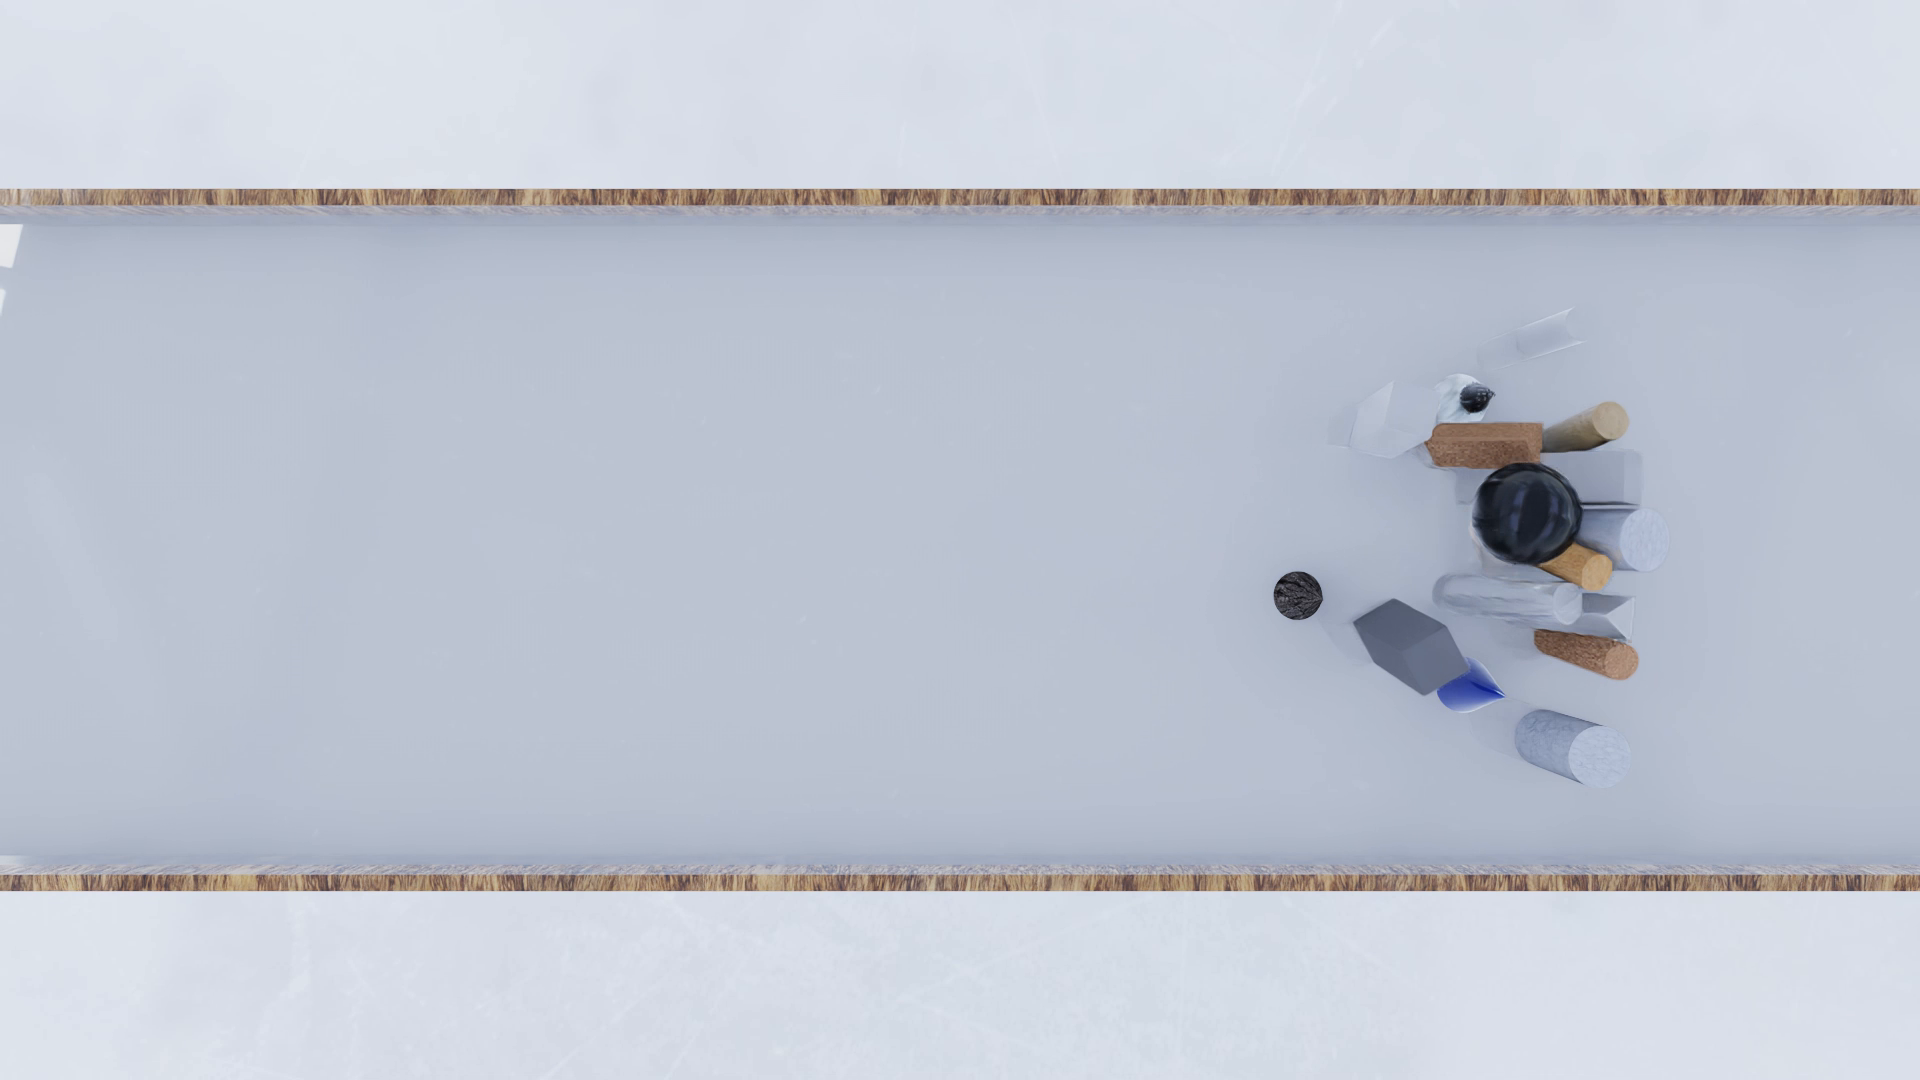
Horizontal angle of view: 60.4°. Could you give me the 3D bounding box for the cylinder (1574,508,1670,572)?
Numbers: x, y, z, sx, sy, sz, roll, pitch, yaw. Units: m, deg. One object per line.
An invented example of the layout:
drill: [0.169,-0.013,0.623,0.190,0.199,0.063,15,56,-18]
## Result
cylinder: [1.868,-0.003,4.860,0.180,0.395,0.180,0,91,-22]

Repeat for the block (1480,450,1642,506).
block: [1.774,-0.180,4.882,0.424,0.147,0.147,0,88,40]

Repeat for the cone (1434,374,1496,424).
cone: [1.537,-0.425,4.904,0.174,0.344,0.174,0,90,0]

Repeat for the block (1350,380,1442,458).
block: [1.284,-0.354,4.883,0.139,0.374,0.139,15,84,0]

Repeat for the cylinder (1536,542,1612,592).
cylinder: [1.717,0.029,4.855,0.111,0.438,0.111,-8,110,-21]

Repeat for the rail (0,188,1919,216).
rail: [-2.247,-1.025,5.002,12.000,0.150,0.050,0,90,0]

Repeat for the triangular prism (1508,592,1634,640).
triangular prism: [1.784,0.195,4.868,0.121,0.442,0.104,40,75,-24]

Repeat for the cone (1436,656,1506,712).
cone: [1.550,0.445,4.877,0.173,0.400,0.173,0,90,0]

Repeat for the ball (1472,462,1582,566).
ball: [1.612,-0.074,4.699,0.297,0.297,0.297,0,90,0]

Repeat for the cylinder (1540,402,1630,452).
cylinder: [1.838,-0.315,4.891,0.113,0.355,0.113,1,81,-8]

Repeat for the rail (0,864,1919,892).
rail: [-2.247,1.025,5.001,12.000,0.150,0.050,0,90,0]

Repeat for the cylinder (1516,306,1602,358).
cylinder: [1.766,-0.614,4.875,0.104,0.403,0.104,0,90,0]

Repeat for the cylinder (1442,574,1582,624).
cylinder: [1.624,0.173,4.864,0.122,0.418,0.122,-1,93,-29]

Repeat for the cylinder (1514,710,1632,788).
cylinder: [1.794,0.609,4.850,0.176,0.453,0.176,0,90,0]

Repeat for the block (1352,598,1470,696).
block: [1.320,0.309,4.854,0.148,0.425,0.148,-30,100,0]

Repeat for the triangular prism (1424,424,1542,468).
triangular prism: [1.549,-0.291,4.903,0.316,0.117,0.135,3,85,40]

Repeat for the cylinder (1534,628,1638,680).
cylinder: [1.844,0.322,4.872,0.105,0.396,0.105,-1,97,-10]

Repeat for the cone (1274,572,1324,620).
cone: [1.040,0.171,4.900,0.150,0.354,0.150,0,90,0]
